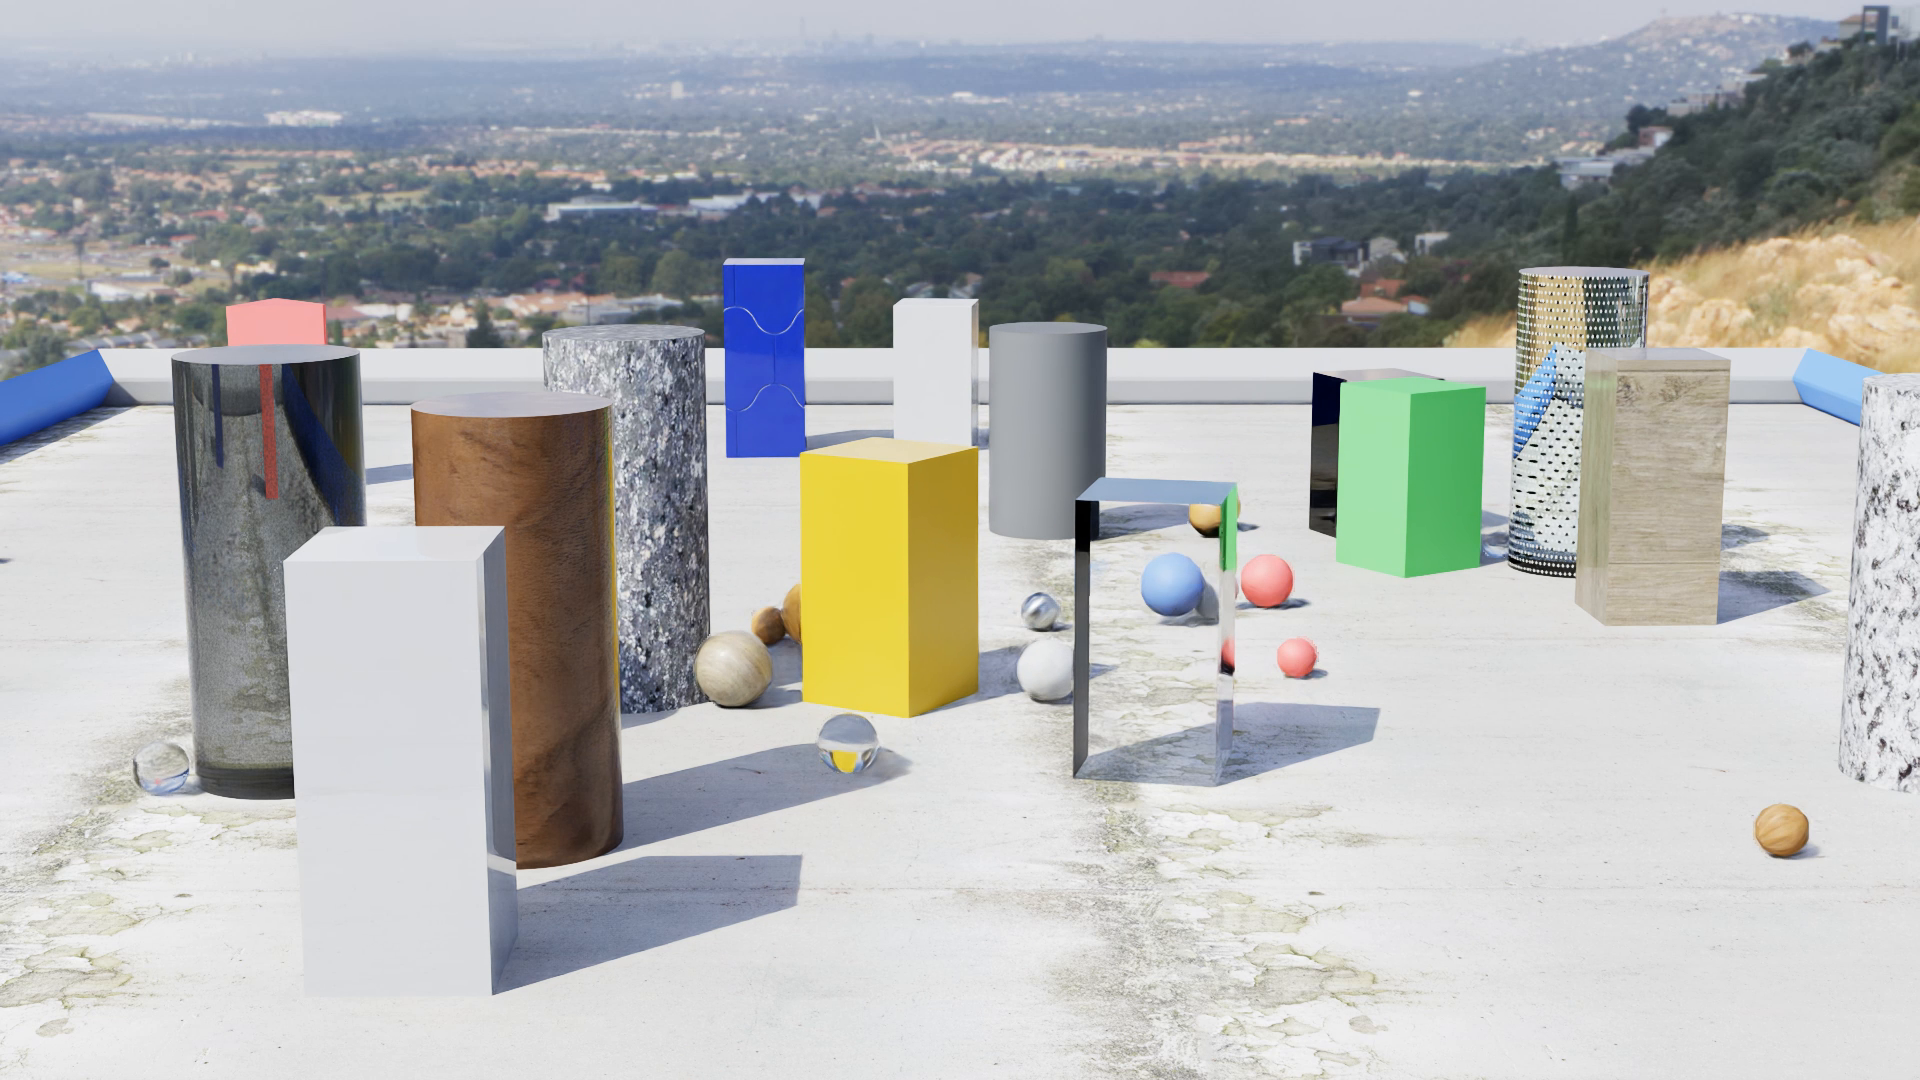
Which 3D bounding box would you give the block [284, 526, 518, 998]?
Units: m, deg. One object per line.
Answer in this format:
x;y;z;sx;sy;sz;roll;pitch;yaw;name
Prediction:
-0.444;0.174;2.061;0.146;0.350;0.146;0;11;-1;block

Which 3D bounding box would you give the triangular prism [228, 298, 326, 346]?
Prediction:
-1.171;-0.251;4.421;0.158;0.318;0.137;-3;11;-15;triangular prism

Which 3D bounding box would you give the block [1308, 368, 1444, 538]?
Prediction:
0.643;-0.132;3.970;0.146;0.248;0.146;-4;11;-21;block

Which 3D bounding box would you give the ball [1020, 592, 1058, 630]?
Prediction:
0.103;0.093;3.315;0.049;0.049;0.049;0;11;0;ball

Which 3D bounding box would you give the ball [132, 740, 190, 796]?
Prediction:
-0.801;0.228;2.571;0.056;0.056;0.056;0;11;0;ball

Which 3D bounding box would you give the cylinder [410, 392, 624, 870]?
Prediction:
-0.410;0.079;2.388;0.183;0.416;0.183;0;11;0;cylinder

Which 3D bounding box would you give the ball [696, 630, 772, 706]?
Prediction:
-0.257;0.146;2.923;0.088;0.088;0.088;0;11;0;ball

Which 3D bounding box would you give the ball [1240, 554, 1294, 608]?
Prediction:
0.413;0.055;3.454;0.072;0.072;0.072;0;11;0;ball

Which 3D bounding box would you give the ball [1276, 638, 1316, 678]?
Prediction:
0.401;0.140;3.063;0.048;0.048;0.048;0;11;0;ball

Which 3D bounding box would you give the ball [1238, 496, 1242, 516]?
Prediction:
0.403;-0.052;4.015;0.075;0.075;0.075;0;11;0;ball

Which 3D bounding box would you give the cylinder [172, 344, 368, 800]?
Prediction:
-0.694;0.028;2.606;0.183;0.436;0.183;0;11;0;cylinder

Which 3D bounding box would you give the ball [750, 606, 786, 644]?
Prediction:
-0.241;0.108;3.237;0.048;0.048;0.048;0;11;0;ball

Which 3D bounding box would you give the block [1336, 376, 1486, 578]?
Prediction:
0.654;-0.094;3.725;0.146;0.264;0.146;-7;13;-33;block

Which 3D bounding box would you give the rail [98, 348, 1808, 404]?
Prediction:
-0.012;-0.345;5.457;3.649;0.119;0.045;0;11;0;rail

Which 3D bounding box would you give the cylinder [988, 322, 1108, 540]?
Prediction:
0.137;-0.173;4.002;0.183;0.317;0.183;0;11;0;cylinder

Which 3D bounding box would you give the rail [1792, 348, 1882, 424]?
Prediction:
1.801;0.029;3.460;0.045;0.119;4.131;0;11;0;rail

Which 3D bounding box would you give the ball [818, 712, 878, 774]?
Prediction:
-0.116;0.210;2.649;0.063;0.063;0.063;0;11;0;ball

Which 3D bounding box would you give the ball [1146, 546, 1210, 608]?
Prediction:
0.289;0.049;3.394;0.084;0.084;0.084;0;11;0;ball

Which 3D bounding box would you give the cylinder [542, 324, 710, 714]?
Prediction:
-0.381;-0.028;2.945;0.183;0.422;0.183;0;11;0;cylinder

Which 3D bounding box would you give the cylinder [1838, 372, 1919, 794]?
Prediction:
1.005;0.042;2.618;0.183;0.405;0.183;0;11;0;cylinder

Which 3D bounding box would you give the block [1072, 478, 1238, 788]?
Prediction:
0.204;0.092;2.661;0.146;0.290;0.146;2;11;13;block

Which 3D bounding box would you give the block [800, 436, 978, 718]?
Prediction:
-0.080;0.039;2.945;0.146;0.289;0.146;7;13;32;block

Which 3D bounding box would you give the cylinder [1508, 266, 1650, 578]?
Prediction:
0.890;-0.172;3.697;0.183;0.428;0.183;0;11;0;cylinder

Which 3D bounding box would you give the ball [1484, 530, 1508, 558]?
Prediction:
0.796;0.007;3.792;0.041;0.041;0.041;0;11;0;ball

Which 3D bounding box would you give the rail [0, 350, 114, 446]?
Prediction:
-1.801;0.032;3.440;0.045;0.119;4.131;0;11;0;rail

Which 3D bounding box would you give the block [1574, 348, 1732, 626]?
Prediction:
0.911;-0.073;3.384;0.146;0.348;0.146;0;11;-2;block

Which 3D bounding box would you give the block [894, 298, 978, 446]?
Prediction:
-0.044;-0.315;4.880;0.146;0.274;0.146;1;11;6;block

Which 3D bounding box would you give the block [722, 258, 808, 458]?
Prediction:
-0.363;-0.341;4.795;0.146;0.357;0.146;0;11;-2;block

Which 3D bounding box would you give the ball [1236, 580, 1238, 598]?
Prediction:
0.345;0.066;3.439;0.056;0.056;0.056;0;11;0;ball

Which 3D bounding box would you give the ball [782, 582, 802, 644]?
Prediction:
-0.179;0.092;3.213;0.088;0.088;0.088;0;11;0;ball

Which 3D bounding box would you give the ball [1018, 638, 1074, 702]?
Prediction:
0.102;0.150;2.946;0.072;0.072;0.072;0;11;0;ball

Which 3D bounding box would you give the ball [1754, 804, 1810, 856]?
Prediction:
0.761;0.268;2.376;0.049;0.049;0.049;0;11;0;ball
